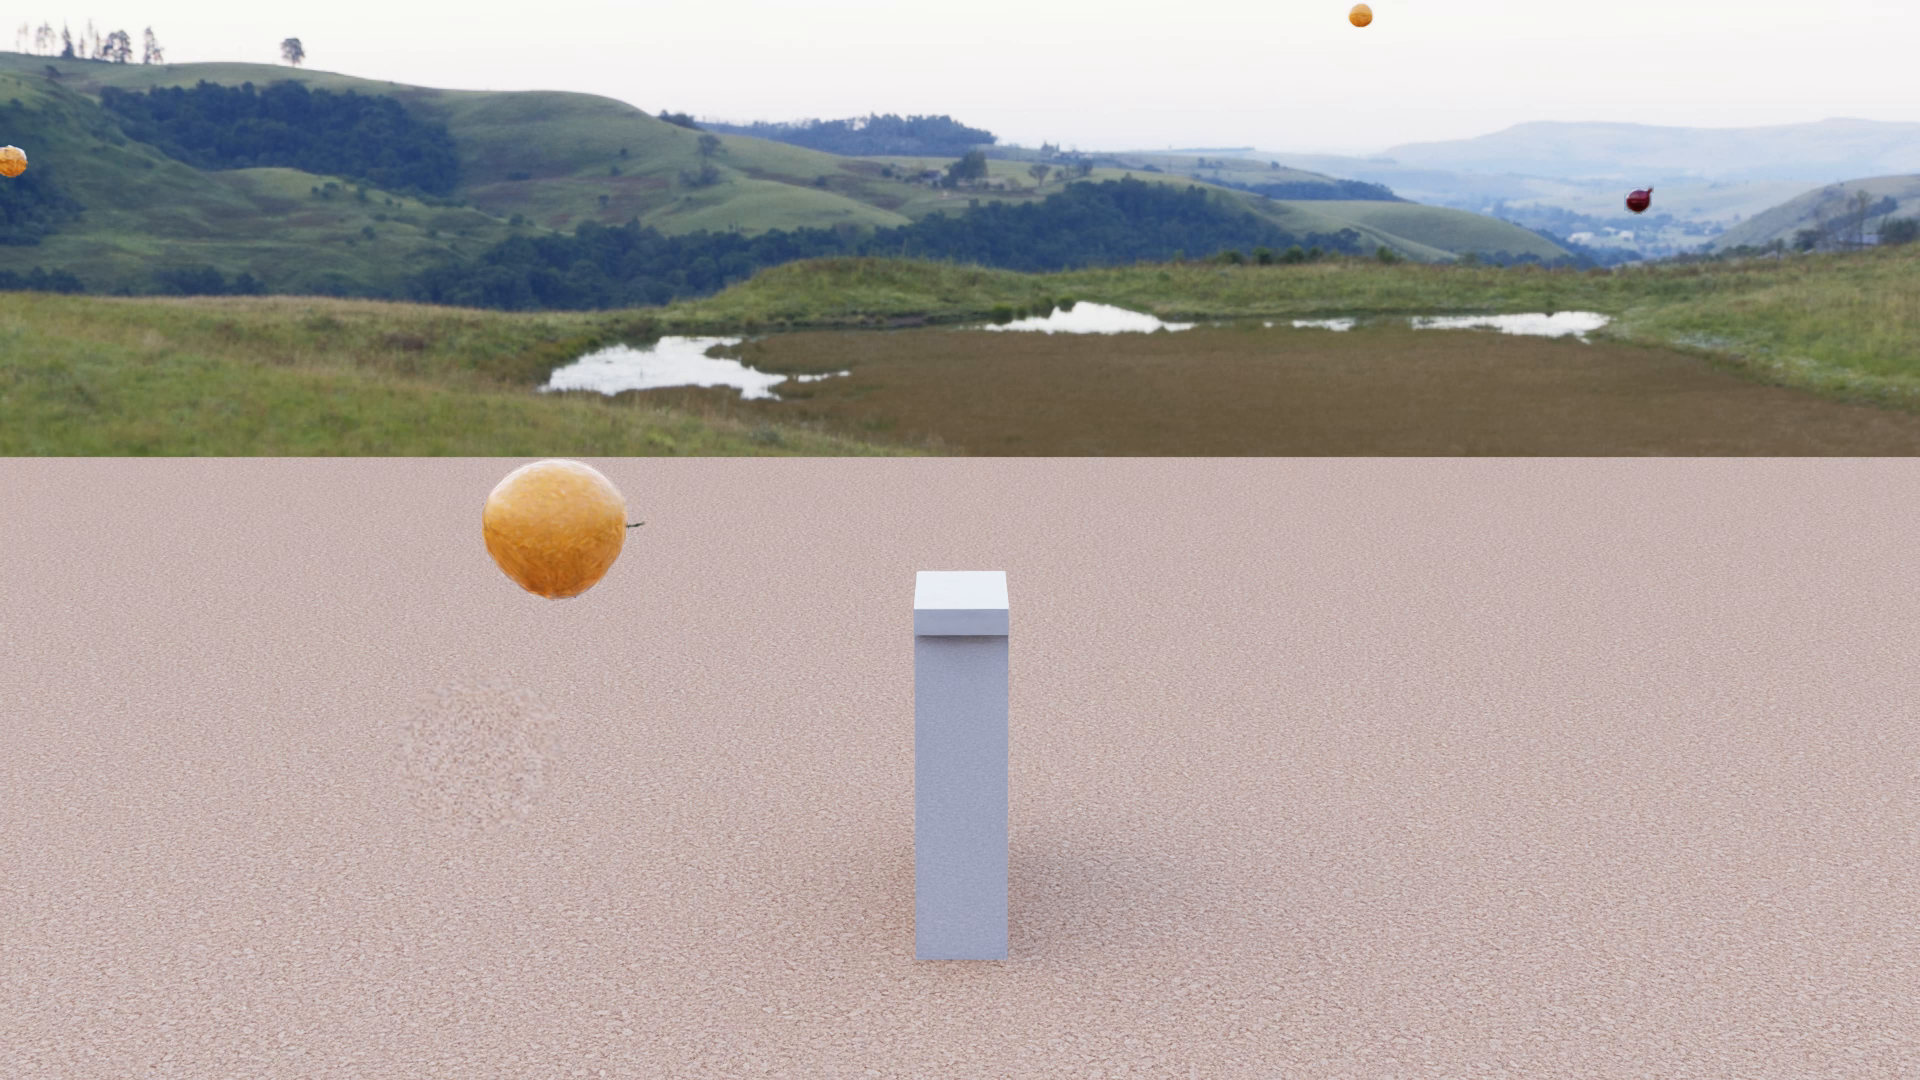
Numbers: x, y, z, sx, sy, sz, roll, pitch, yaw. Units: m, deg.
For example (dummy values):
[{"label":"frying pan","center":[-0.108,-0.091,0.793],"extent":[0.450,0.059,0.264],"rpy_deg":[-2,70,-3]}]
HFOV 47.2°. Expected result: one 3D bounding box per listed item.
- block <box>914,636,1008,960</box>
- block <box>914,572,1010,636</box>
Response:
[{"label":"block","center":[0.002,0.387,3.349],"extent":[0.141,0.517,0.040],"rpy_deg":[0,11,0]},{"label":"block","center":[0.002,0.096,3.390],"extent":[0.141,0.040,0.282],"rpy_deg":[0,11,0]}]
